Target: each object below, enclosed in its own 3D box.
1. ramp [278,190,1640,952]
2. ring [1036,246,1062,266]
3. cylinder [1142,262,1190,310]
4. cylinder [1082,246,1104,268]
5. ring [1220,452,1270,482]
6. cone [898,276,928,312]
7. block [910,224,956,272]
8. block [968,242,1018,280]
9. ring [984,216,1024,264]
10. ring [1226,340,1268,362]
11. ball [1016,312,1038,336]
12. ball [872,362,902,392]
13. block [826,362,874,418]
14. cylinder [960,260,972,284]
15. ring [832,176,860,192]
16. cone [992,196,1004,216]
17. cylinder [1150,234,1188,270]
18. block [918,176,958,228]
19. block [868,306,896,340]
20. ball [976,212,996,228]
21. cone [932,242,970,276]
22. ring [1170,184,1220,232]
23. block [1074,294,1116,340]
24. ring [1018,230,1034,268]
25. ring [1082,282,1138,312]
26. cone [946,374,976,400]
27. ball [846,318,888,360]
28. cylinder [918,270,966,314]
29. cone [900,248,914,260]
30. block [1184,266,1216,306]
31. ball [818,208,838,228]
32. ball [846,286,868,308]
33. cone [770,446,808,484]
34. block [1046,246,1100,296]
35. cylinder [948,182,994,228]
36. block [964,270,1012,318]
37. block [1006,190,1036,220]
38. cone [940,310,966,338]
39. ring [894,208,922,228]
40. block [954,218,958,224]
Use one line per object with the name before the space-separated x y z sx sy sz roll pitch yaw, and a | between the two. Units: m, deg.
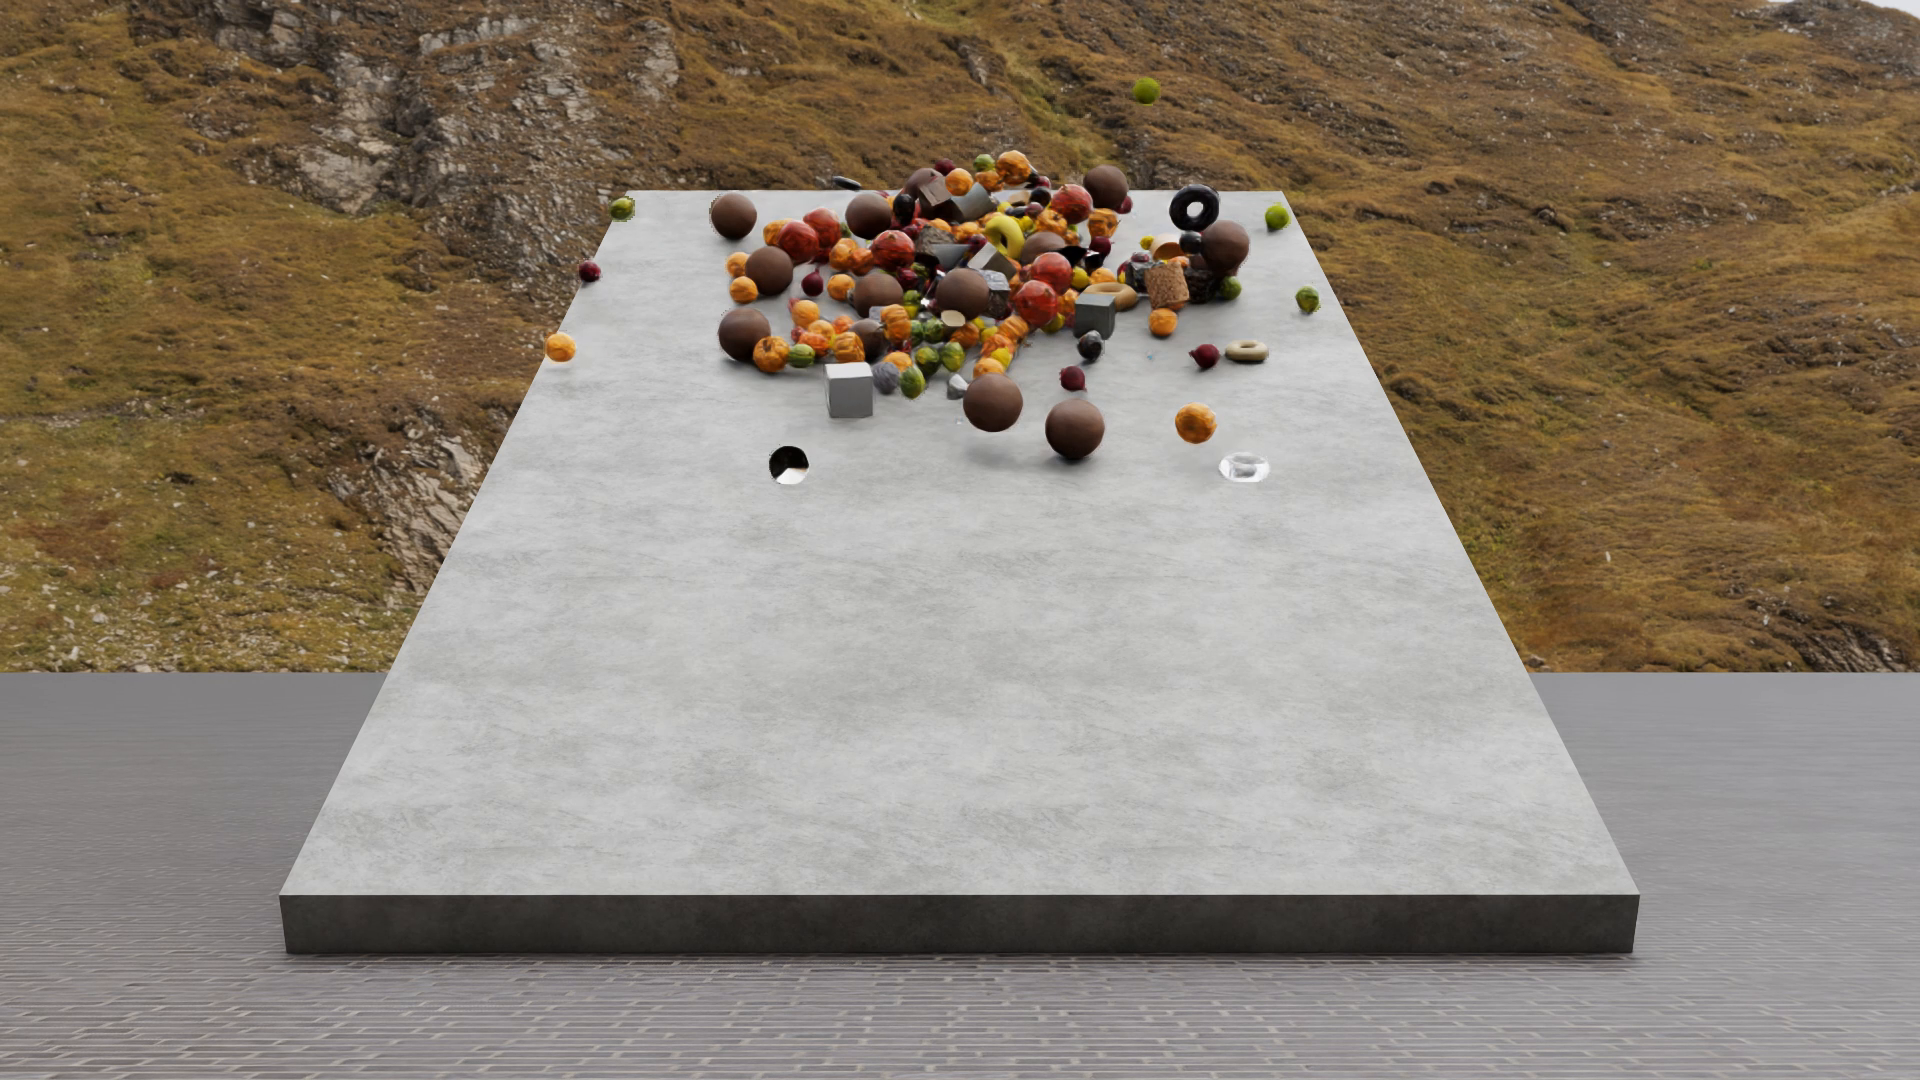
ramp | -0.008 -0.227 5.259 2.000 0.100 4.000 0 23 0
ring | 0.250 -0.778 6.341 0.081 0.027 0.081 -14 35 10
cylinder | 0.516 -0.635 5.790 0.098 0.098 0.098 -16 -1 0
cylinder | 0.355 -0.769 6.321 0.055 0.055 0.055 19 9 37
ring | 0.605 -0.154 4.922 0.107 0.036 0.107 1 26 0
cone | -0.131 -0.630 6.008 0.097 0.097 0.097 1 -5 -22
block | -0.073 -0.777 6.212 0.086 0.086 0.086 18 -25 -14
block | 0.083 -0.699 5.941 0.081 0.081 0.081 41 7 -30
ring | 0.119 -0.811 6.272 0.046 0.137 0.137 -25 14 -40
ring | 0.696 -0.459 5.633 0.104 0.035 0.104 -1 22 0
ball | 0.167 -0.540 5.788 0.056 0.056 0.056 0 -3 0
ball | -0.173 -0.380 5.397 0.071 0.071 0.071 0 -3 0
block | -0.252 -0.341 5.273 0.097 0.097 0.097 -3 24 -8
cylinder | 0.032 -0.704 6.124 0.063 0.063 0.063 -5 -2 0
ring | -0.332 -1.044 6.793 0.086 0.029 0.086 18 9 -3
cone | 0.120 -0.960 6.789 0.073 0.073 0.073 25 -8 -11
cylinder | 0.566 -0.776 6.292 0.092 0.092 0.092 0 23 -2
block | -0.055 -0.936 6.408 0.085 0.085 0.085 -25 -33 -13
block | -0.192 -0.536 5.722 0.059 0.059 0.059 -6 -45 -1
ball | 0.073 -0.927 6.677 0.061 0.061 0.061 0 -3 0
cone | -0.011 -0.755 6.082 0.095 0.095 0.095 -32 -9 10
ring | 0.618 -0.872 6.102 0.136 0.136 0.045 1 31 -12
block | 0.337 -0.560 5.795 0.088 0.088 0.088 6 24 13
ring | 0.177 -0.791 6.313 0.035 0.106 0.106 -7 -2 -7
ring | 0.387 -0.630 6.007 0.146 0.049 0.146 0 22 0
cone | 0.012 -0.339 5.288 0.063 0.063 0.063 22 8 28
ball | -0.225 -0.486 5.605 0.100 0.100 0.100 0 -3 0
cylinder | -0.041 -0.622 5.864 0.095 0.095 0.095 27 -11 -16
cone | -0.134 -0.780 6.308 0.052 0.052 0.052 19 0 10
block | 0.619 -0.664 6.056 0.074 0.074 0.074 10 25 22
ball | -0.379 -0.928 6.681 0.058 0.058 0.058 0 -3 0
ball | -0.268 -0.628 5.992 0.055 0.055 0.055 0 -3 0
cone | -0.367 -0.155 4.917 0.083 0.083 0.083 0 -4 -9
block | 0.299 -0.714 6.140 0.098 0.098 0.098 -19 30 -37
cylinder | 0.029 -0.917 6.343 0.090 0.090 0.090 -33 4 -12
block | 0.068 -0.613 5.770 0.083 0.083 0.083 3 40 -21
block | 0.178 -0.974 6.748 0.058 0.058 0.058 -18 32 30
cone | -0.024 -0.506 5.540 0.062 0.062 0.062 1 -44 -16
ring | -0.152 -0.932 6.704 0.087 0.029 0.087 -19 30 12
block | 0.008 -0.933 6.521 0.061 0.061 0.061 -34 15 -14
